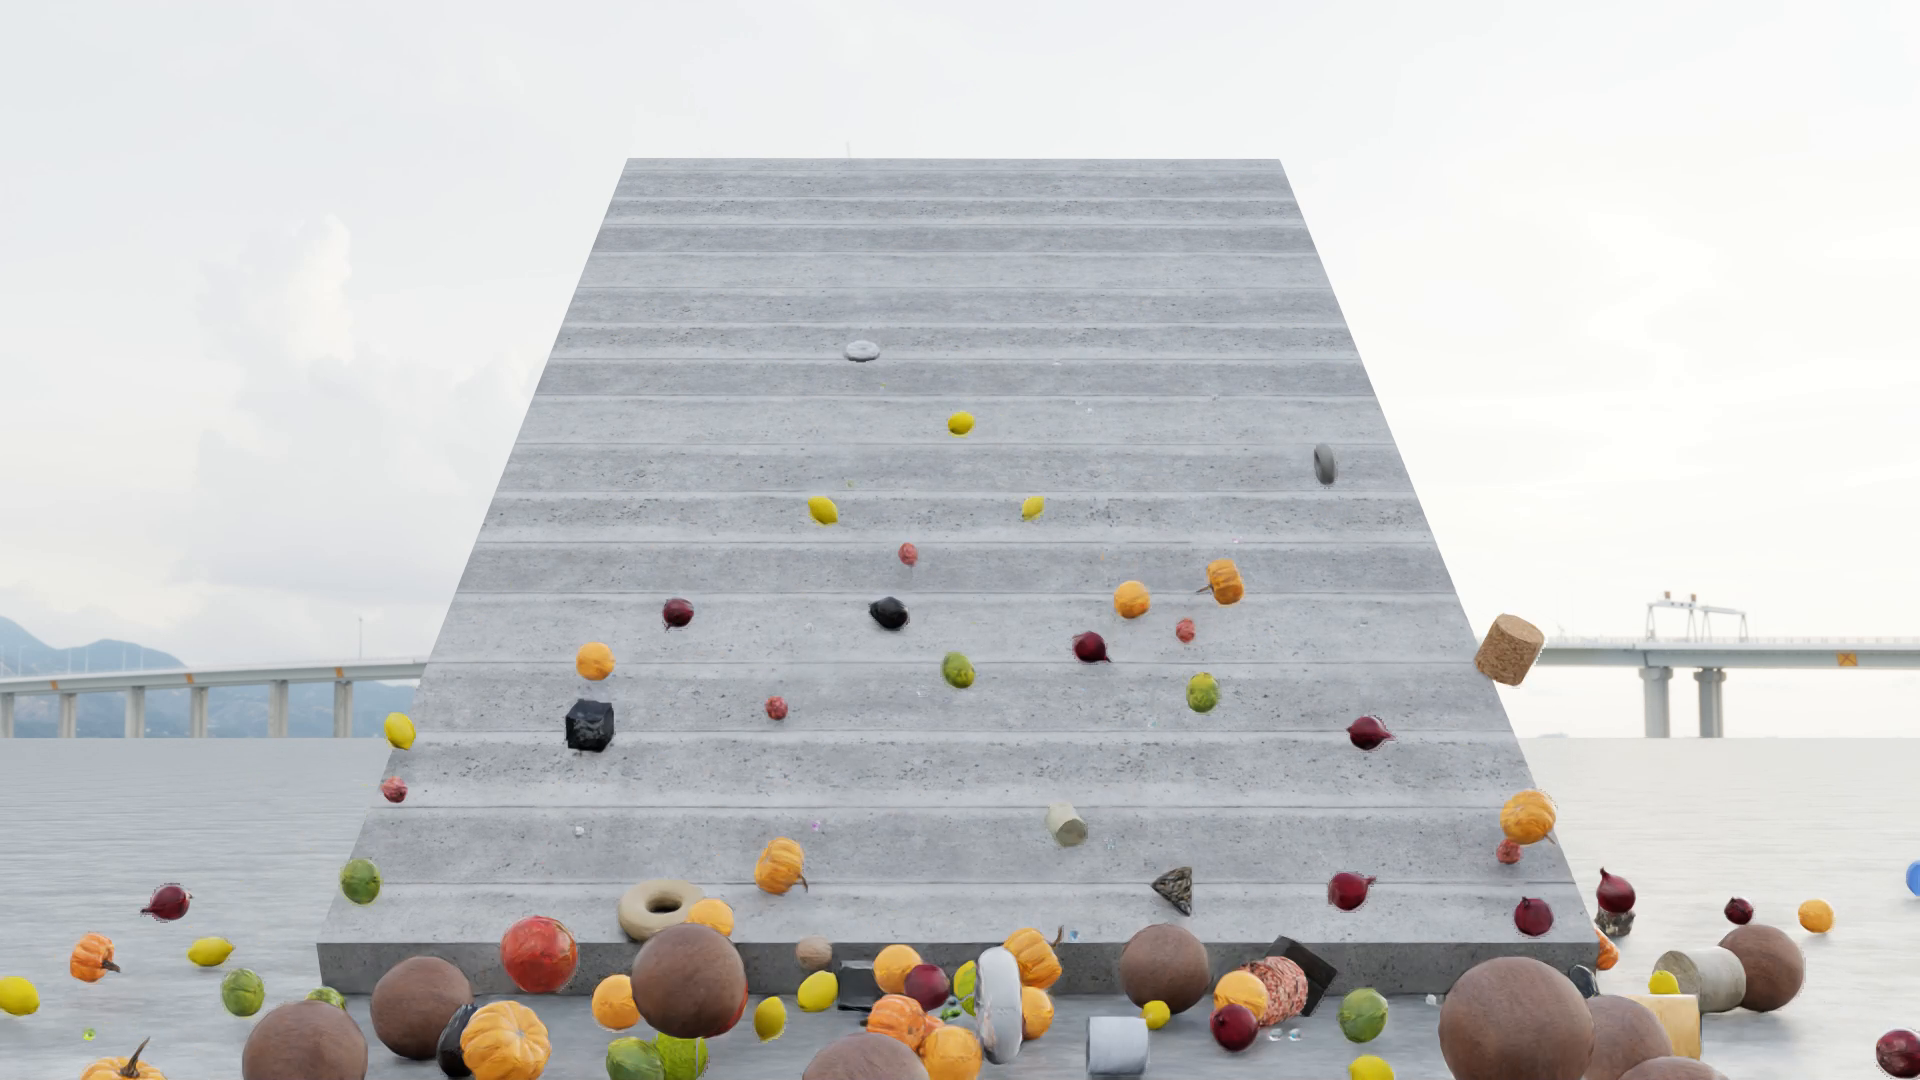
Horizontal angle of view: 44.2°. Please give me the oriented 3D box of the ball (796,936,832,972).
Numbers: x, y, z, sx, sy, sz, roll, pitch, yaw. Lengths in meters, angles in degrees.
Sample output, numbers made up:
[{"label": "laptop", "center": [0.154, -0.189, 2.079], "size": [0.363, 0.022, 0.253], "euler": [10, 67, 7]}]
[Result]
[{"label": "ball", "center": [-0.223, 0.632, 3.617], "size": [0.056, 0.056, 0.056], "euler": [0, -5, 0]}]

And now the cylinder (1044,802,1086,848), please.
[{"label": "cylinder", "center": [0.176, 0.473, 3.932], "size": [0.054, 0.054, 0.054], "euler": [2, 25, -21]}]

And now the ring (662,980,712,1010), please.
[{"label": "ring", "center": [-0.411, 0.684, 3.555], "size": [0.077, 0.026, 0.077], "euler": [-9, 9, 1]}]

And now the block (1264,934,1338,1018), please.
[{"label": "block", "center": [0.489, 0.639, 3.470], "size": [0.081, 0.081, 0.081], "euler": [35, -8, -3]}]

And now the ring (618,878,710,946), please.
[{"label": "ring", "center": [-0.465, 0.583, 3.720], "size": [0.145, 0.048, 0.145], "euler": [1, 27, -1]}]

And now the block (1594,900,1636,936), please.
[{"label": "block", "center": [1.328, 0.767, 4.801], "size": [0.053, 0.053, 0.053], "euler": [1, 25, -16]}]

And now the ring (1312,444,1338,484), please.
[{"label": "ring", "center": [0.779, -0.162, 5.056], "size": [0.031, 0.093, 0.093], "euler": [-17, -2, -8]}]

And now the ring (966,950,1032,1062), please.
[{"label": "ring", "center": [0.045, 0.553, 2.809], "size": [0.046, 0.139, 0.139], "euler": [-16, 0, -16]}]

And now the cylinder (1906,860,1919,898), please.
[{"label": "cylinder", "center": [2.381, 0.835, 5.816], "size": [0.099, 0.099, 0.099], "euler": [-1, -4, 16]}]

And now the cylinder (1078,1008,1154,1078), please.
[{"label": "cylinder", "center": [0.187, 0.607, 2.843], "size": [0.068, 0.068, 0.068], "euler": [24, -10, -12]}]

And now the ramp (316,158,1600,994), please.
[{"label": "ramp", "center": [-0.010, -0.227, 5.496], "size": [2.000, 0.100, 4.000], "euler": [0, 27, 0]}]

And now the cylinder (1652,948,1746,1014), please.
[{"label": "cylinder", "center": [1.081, 0.645, 3.461], "size": [0.093, 0.093, 0.093], "euler": [2, -5, -30]}]

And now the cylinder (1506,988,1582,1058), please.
[{"label": "cylinder", "center": [0.715, 0.594, 2.897], "size": [0.074, 0.074, 0.074], "euler": [16, -1, 13]}]

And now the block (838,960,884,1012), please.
[{"label": "block", "center": [-0.145, 0.654, 3.467], "size": [0.063, 0.063, 0.063], "euler": [5, -1, -3]}]

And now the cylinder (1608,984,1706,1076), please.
[{"label": "cylinder", "center": [0.850, 0.601, 2.884], "size": [0.092, 0.092, 0.092], "euler": [16, 2, 22]}]

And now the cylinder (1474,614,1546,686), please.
[{"label": "cylinder", "center": [1.031, 0.206, 4.443], "size": [0.098, 0.098, 0.098], "euler": [18, 25, -9]}]

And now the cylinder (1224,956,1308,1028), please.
[{"label": "cylinder", "center": [0.433, 0.638, 3.345], "size": [0.091, 0.091, 0.091], "euler": [-3, -3, 28]}]

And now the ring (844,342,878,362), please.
[{"label": "ring", "center": [-0.242, -0.464, 5.823], "size": [0.085, 0.028, 0.085], "euler": [0, 28, 0]}]

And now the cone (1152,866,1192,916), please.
[{"label": "cone", "center": [0.352, 0.569, 3.762], "size": [0.073, 0.073, 0.073], "euler": [-19, -26, -10]}]

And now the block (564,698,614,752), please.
[{"label": "block", "center": [-0.657, 0.330, 4.203], "size": [0.064, 0.064, 0.064], "euler": [7, 27, 13]}]
